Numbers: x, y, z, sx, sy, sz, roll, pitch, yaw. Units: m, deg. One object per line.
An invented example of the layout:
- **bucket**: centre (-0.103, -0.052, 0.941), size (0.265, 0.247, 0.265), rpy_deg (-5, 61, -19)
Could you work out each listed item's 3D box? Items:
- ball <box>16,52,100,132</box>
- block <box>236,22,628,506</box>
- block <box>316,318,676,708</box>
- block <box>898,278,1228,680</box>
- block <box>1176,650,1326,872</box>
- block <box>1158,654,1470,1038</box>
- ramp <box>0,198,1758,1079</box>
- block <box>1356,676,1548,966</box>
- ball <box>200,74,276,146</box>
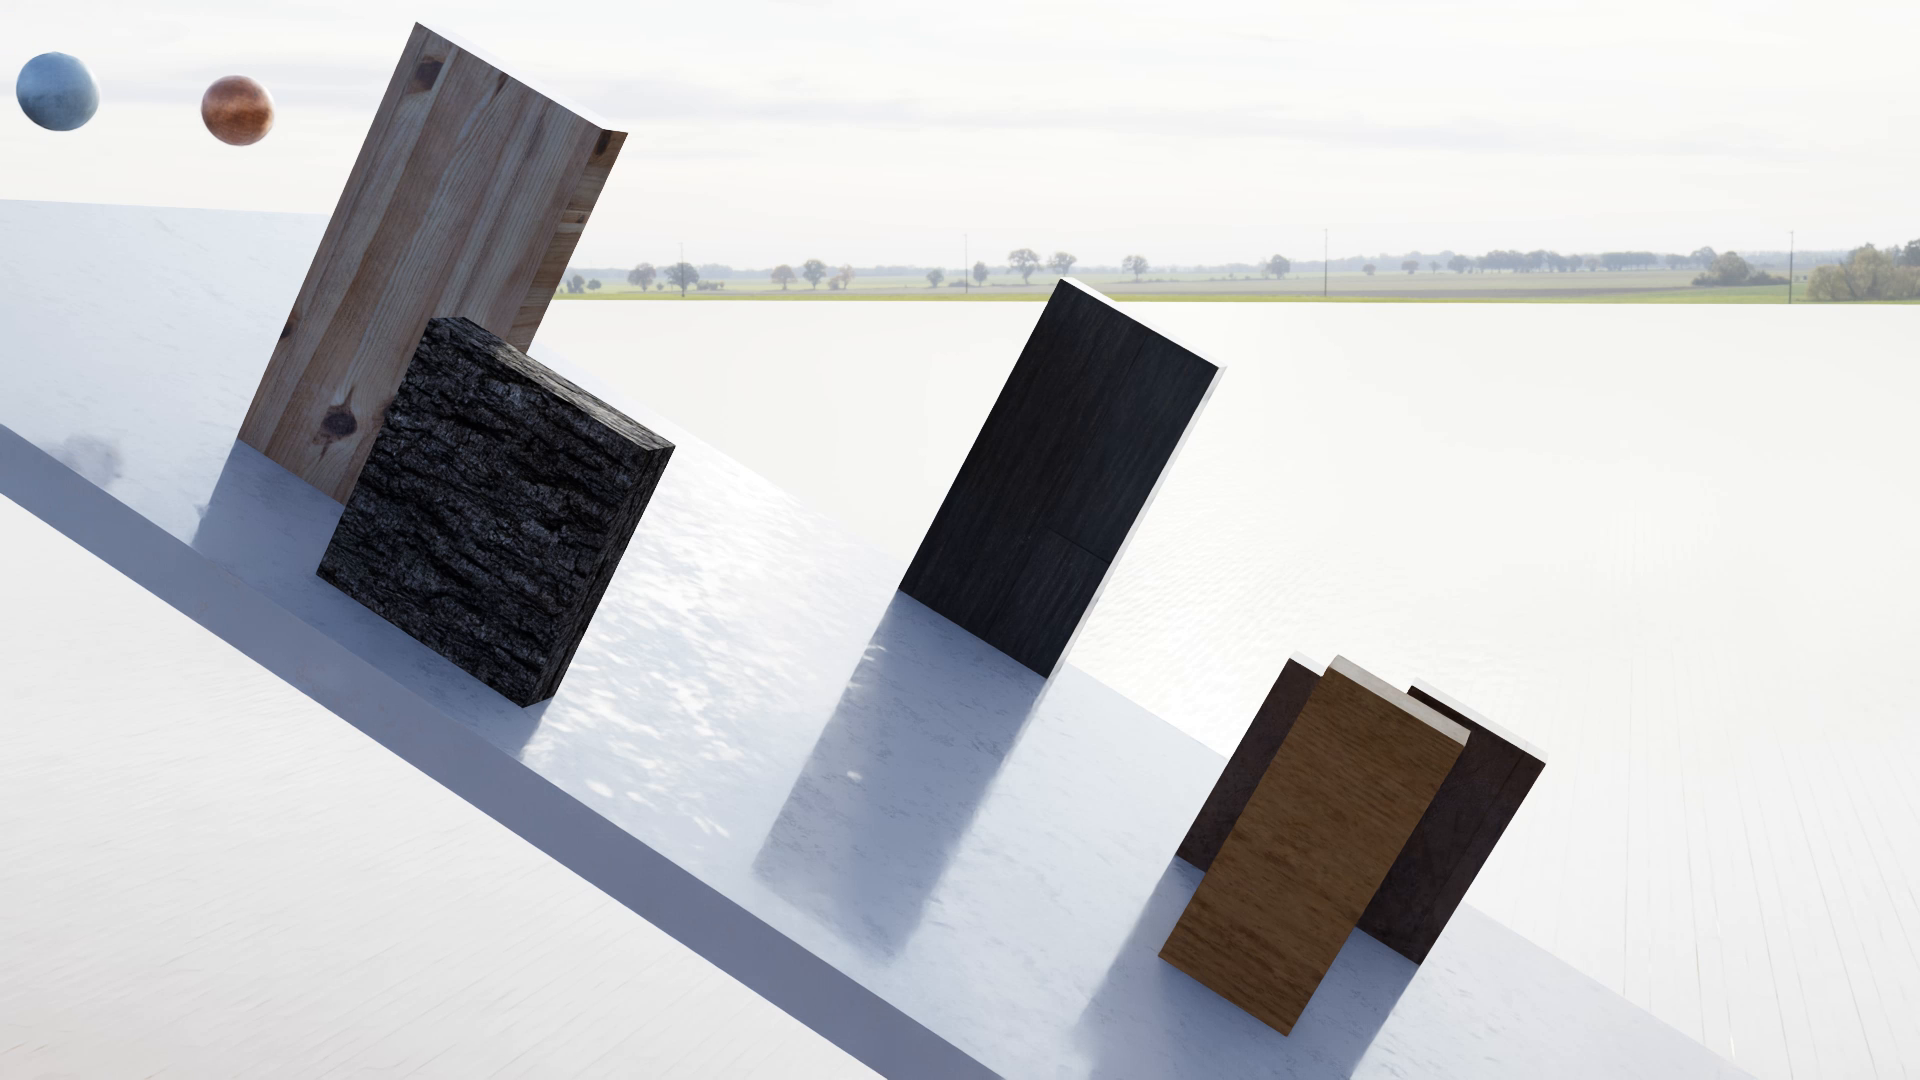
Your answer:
- **ball**: centre (-1.783, -0.886, 4.347), size (0.155, 0.155, 0.155), rpy_deg (0, 7, 0)
- **block**: centre (-0.907, -0.429, 3.751), size (0.383, 0.795, 0.097), rpy_deg (31, 14, 12)
- **block**: centre (-0.727, -0.046, 3.427), size (0.409, 0.459, 0.104), rpy_deg (31, 14, 12)
- **block**: centre (0.220, -0.135, 4.839), size (0.396, 0.785, 0.107), rpy_deg (31, 14, 12)
- **block**: centre (0.671, 0.492, 4.169), size (0.344, 0.447, 0.088), rpy_deg (31, 14, 12)
- **block**: centre (0.590, 0.510, 3.678), size (0.251, 0.582, 0.122), rpy_deg (31, 14, 12)
- **ramp**: centre (-0.212, 0.351, 4.142), size (4.000, 0.100, 2.000), rpy_deg (31, 14, 12)
- **block**: centre (0.901, 0.552, 4.326), size (0.293, 0.477, 0.094), rpy_deg (31, 14, 12)
- **ball**: centre (-1.401, -0.833, 4.268), size (0.138, 0.138, 0.138), rpy_deg (0, 7, 0)
